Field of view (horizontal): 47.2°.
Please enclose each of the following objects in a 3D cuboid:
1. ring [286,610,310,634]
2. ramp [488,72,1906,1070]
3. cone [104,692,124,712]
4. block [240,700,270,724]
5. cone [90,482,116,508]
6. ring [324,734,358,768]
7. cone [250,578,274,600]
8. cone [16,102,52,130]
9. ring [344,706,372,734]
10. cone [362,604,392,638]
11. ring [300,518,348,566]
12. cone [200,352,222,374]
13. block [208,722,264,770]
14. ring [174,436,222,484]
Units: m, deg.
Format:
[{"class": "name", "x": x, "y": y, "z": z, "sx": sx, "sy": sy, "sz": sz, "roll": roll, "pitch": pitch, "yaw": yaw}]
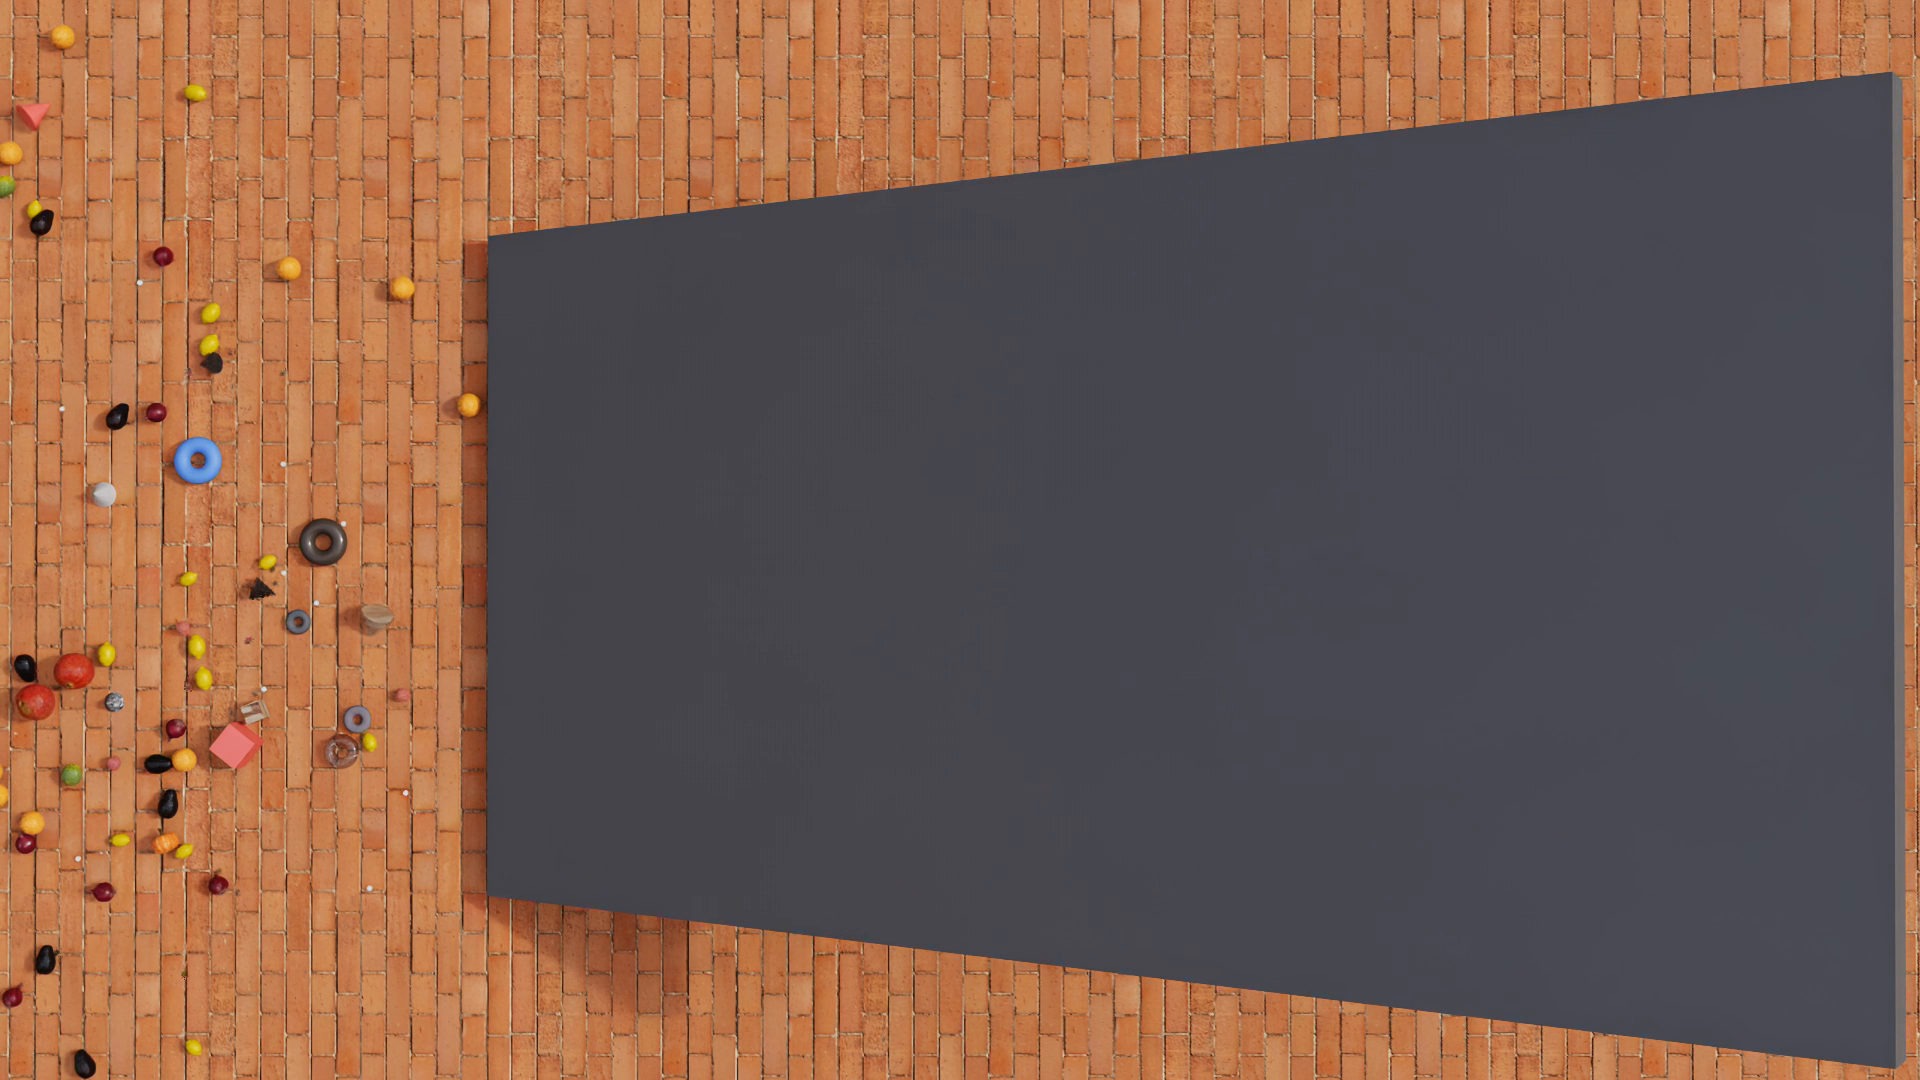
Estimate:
[{"class": "ring", "x": -2.026, "y": 0.251, "z": 6.732, "sx": 0.077, "sy": 0.026, "sz": 0.077, "roll": 0, "pitch": 91, "yaw": 0}, {"class": "ramp", "x": 0.249, "y": 0.069, "z": 5.577, "sx": 4.000, "sy": 0.100, "sz": 2.000, "roll": 0, "pitch": 89, "yaw": 34}, {"class": "cone", "x": -2.593, "y": 0.497, "z": 6.712, "sx": 0.061, "sy": 0.061, "sz": 0.061, "roll": 0, "pitch": 90, "yaw": 0}, {"class": "block", "x": -2.151, "y": 0.525, "z": 6.714, "sx": 0.057, "sy": 0.057, "sz": 0.057, "roll": -22, "pitch": 90, "yaw": 0}, {"class": "cone", "x": -2.628, "y": -0.140, "z": 6.709, "sx": 0.078, "sy": 0.078, "sz": 0.078, "roll": 0, "pitch": 90, "yaw": 0}, {"class": "ring", "x": -1.892, "y": 0.646, "z": 6.724, "sx": 0.108, "sy": 0.036, "sz": 0.108, "roll": 0, "pitch": 91, "yaw": 1}, {"class": "cone", "x": -2.126, "y": 0.157, "z": 6.730, "sx": 0.071, "sy": 0.071, "sz": 0.071, "roll": 18, "pitch": 90, "yaw": -26}, {"class": "cone", "x": -2.822, "y": -1.316, "z": 6.737, "sx": 0.091, "sy": 0.091, "sz": 0.091, "roll": 48, "pitch": 63, "yaw": 0}, {"class": "ring", "x": -1.844, "y": 0.549, "z": 6.728, "sx": 0.086, "sy": 0.029, "sz": 0.086, "roll": 0, "pitch": 89, "yaw": 1}, {"class": "cone", "x": -1.794, "y": 0.263, "z": 6.724, "sx": 0.094, "sy": 0.094, "sz": 0.094, "roll": 26, "pitch": 116, "yaw": 0}, {"class": "ring", "x": -1.947, "y": 0.006, "z": 6.722, "sx": 0.148, "sy": 0.049, "sz": 0.148, "roll": 0, "pitch": 90, "yaw": 1}, {"class": "cone", "x": -2.307, "y": -0.539, "z": 6.736, "sx": 0.066, "sy": 0.066, "sz": 0.066, "roll": -3, "pitch": 89, "yaw": 27}, {"class": "block", "x": -2.200, "y": 0.624, "z": 6.692, "sx": 0.098, "sy": 0.098, "sz": 0.098, "roll": 39, "pitch": 90, "yaw": 0}, {"class": "ring", "x": -2.330, "y": -0.243, "z": 6.725, "sx": 0.145, "sy": 0.048, "sz": 0.145, "roll": 0, "pitch": 88, "yaw": 0}]
